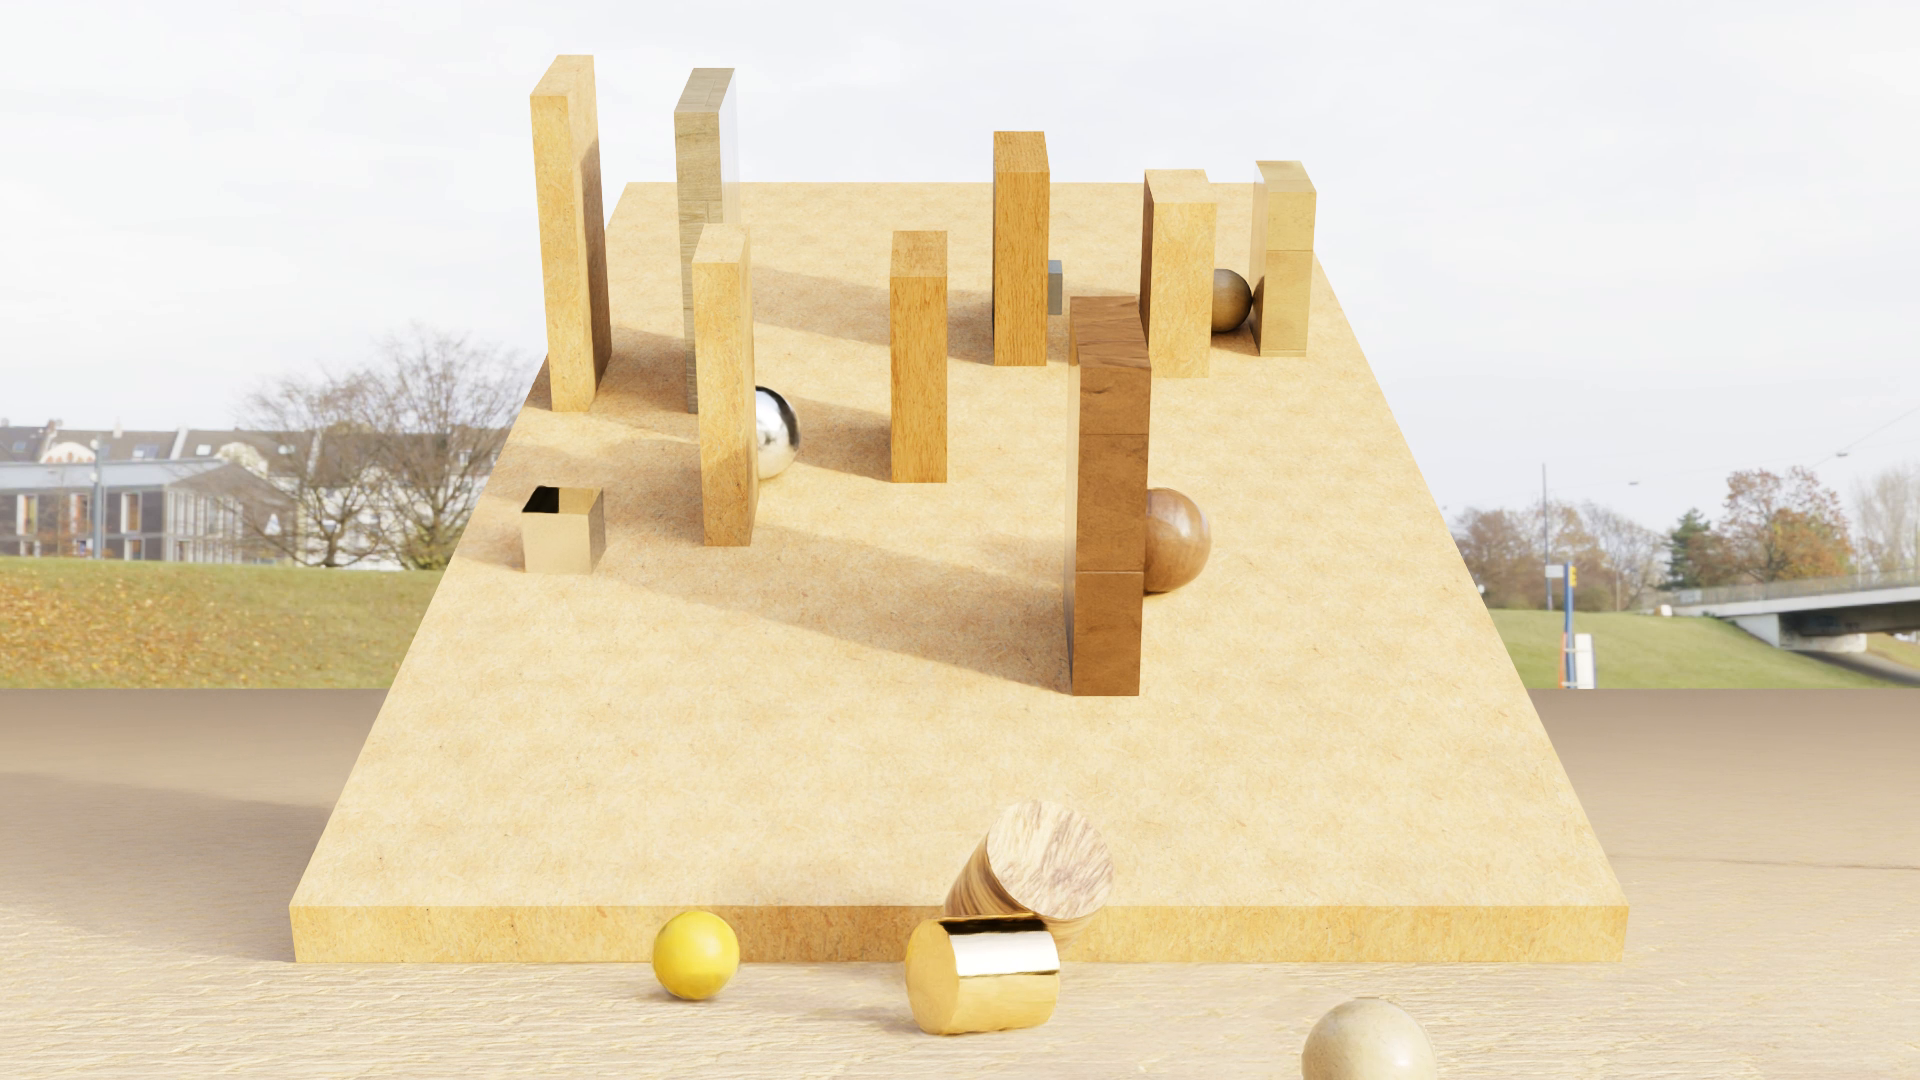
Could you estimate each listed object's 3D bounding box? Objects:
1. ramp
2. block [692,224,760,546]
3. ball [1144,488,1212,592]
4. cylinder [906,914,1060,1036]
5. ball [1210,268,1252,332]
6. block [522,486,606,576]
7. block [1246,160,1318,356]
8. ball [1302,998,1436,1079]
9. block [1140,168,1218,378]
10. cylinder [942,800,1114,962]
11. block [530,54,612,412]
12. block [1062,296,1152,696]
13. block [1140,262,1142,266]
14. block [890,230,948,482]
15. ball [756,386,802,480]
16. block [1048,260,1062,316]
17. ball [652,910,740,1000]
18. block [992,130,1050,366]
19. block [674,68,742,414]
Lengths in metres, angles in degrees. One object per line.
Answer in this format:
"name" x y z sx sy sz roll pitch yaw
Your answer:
"ramp" -0.008 -0.228 5.319 2.000 0.100 4.000 0 24 0
"block" -0.465 -0.309 4.655 0.089 0.590 0.260 0 24 0
"ball" 0.381 0.000 4.447 0.200 0.200 0.200 0 -3 0
"cylinder" 0.026 0.526 2.825 0.138 0.138 0.138 2 -4 -28
"ball" 0.652 -0.601 5.834 0.159 0.159 0.159 0 -3 0
"block" -0.775 -0.018 4.566 0.130 0.130 0.130 2 24 4
"block" 0.789 -0.695 5.735 0.113 0.413 0.290 0 24 0
"ball" 0.383 0.494 2.184 0.124 0.124 0.124 0 -3 0
"block" 0.520 -0.643 5.598 0.145 0.429 0.295 0 24 0
"cylinder" 0.094 0.490 3.238 0.186 0.186 0.186 2 -38 -24
"block" -0.892 -0.711 5.374 0.083 0.731 0.407 0 24 0
"block" 0.255 -0.081 4.126 0.117 0.611 0.374 0 24 0
"block" 0.550 -0.658 5.975 0.148 0.148 0.148 7 25 15
"block" -0.086 -0.398 5.014 0.118 0.458 0.329 0 24 0
"ball" -0.438 -0.227 4.945 0.203 0.203 0.203 0 -3 0
"block" 0.206 -0.651 6.002 0.112 0.112 0.112 0 24 0
"ball" -0.353 0.553 3.105 0.117 0.117 0.117 0 -3 0
"block" 0.146 -0.717 5.699 0.126 0.480 0.386 0 24 0
"block" -0.573 -0.696 5.383 0.098 0.698 0.431 0 24 0
